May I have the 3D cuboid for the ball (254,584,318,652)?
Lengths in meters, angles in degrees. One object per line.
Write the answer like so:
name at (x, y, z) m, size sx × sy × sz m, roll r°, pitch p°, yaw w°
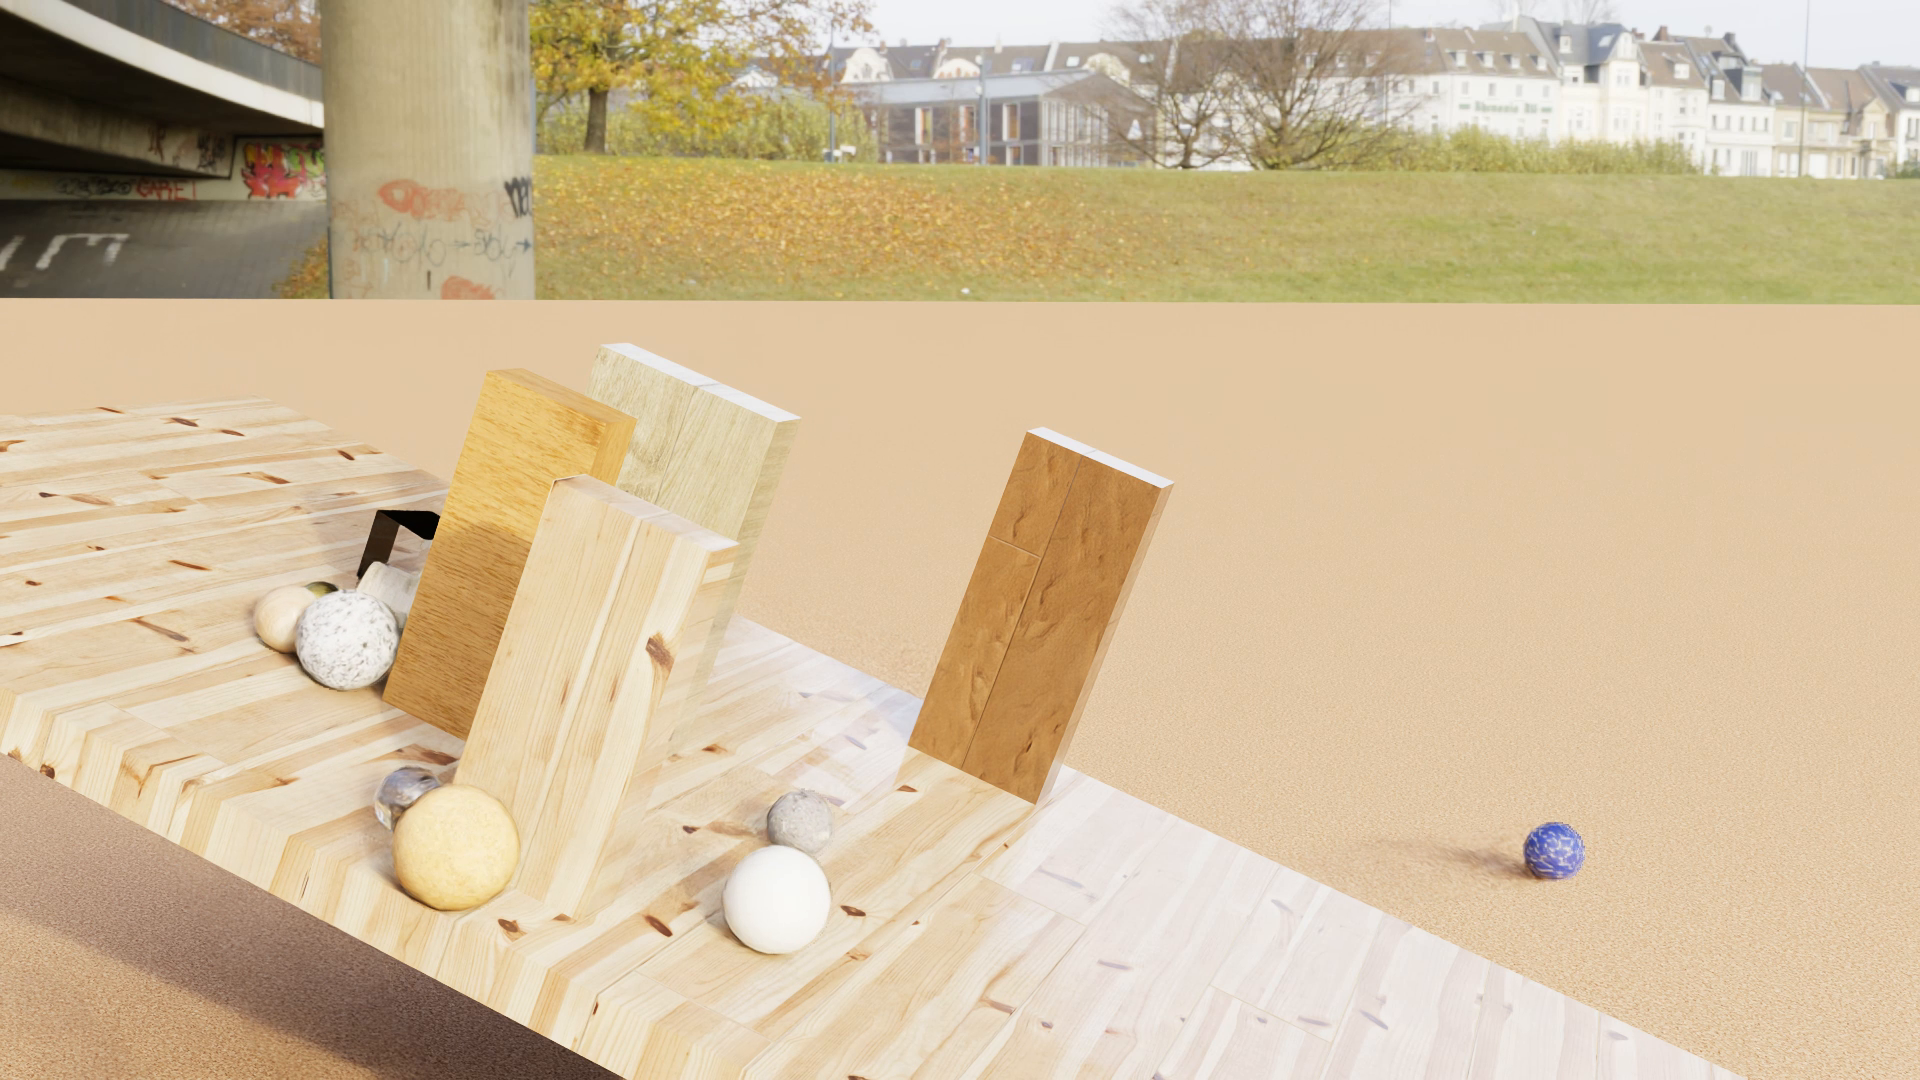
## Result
ball at (-1.228, 0.144, 4.031) m, size 0.123 × 0.123 × 0.123 m, roll 0°, pitch 7°, yaw 0°

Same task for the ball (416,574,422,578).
ball at (-1.049, 0.132, 4.347) m, size 0.134 × 0.134 × 0.134 m, roll 0°, pitch 7°, yaw 0°

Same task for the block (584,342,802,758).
block at (-0.607, 0.022, 4.204) m, size 0.381 × 0.700 × 0.121 m, roll 24°, pitch 13°, yaw 13°

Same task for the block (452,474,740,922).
block at (-0.588, 0.246, 3.441) m, size 0.281 × 0.634 × 0.107 m, roll 24°, pitch 13°, yaw 13°

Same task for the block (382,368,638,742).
block at (-0.810, 0.038, 3.946) m, size 0.243 × 0.642 × 0.126 m, roll 24°, pitch 13°, yaw 13°

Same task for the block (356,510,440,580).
block at (-1.129, 0.038, 4.574) m, size 0.151 × 0.151 × 0.151 m, roll 28°, pitch 14°, yaw 30°

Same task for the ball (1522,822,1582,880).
ball at (1.813, 0.954, 6.729) m, size 0.175 × 0.175 × 0.175 m, roll 0°, pitch 7°, yaw 0°

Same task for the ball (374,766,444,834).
ball at (-0.871, 0.414, 3.486) m, size 0.113 × 0.113 × 0.113 m, roll 0°, pitch 7°, yaw 0°

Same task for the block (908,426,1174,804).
block at (0.172, 0.163, 4.753) m, size 0.312 × 0.743 × 0.135 m, roll 24°, pitch 13°, yaw 13°

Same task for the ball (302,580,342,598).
ball at (-1.205, 0.133, 4.144) m, size 0.111 × 0.111 × 0.111 m, roll 0°, pitch 7°, yaw 0°

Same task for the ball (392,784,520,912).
ball at (-0.755, 0.461, 3.297) m, size 0.189 × 0.189 × 0.189 m, roll 0°, pitch 7°, yaw 0°

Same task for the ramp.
ramp at (-0.318, 0.570, 4.201) m, size 4.000 × 0.100 × 2.000 m, roll 24°, pitch 13°, yaw 13°

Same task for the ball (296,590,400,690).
ball at (-1.102, 0.179, 3.955) m, size 0.180 × 0.180 × 0.180 m, roll 0°, pitch 7°, yaw 0°

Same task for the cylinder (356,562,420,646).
cylinder at (-1.066, 0.144, 4.199) m, size 0.162 × 0.162 × 0.162 m, roll 20°, pitch 6°, yaw -3°

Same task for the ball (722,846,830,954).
ball at (-0.296, 0.582, 3.555) m, size 0.174 × 0.174 × 0.174 m, roll 0°, pitch 7°, yaw 0°

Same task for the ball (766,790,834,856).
ball at (-0.289, 0.514, 3.972) m, size 0.122 × 0.122 × 0.122 m, roll 0°, pitch 7°, yaw 0°
